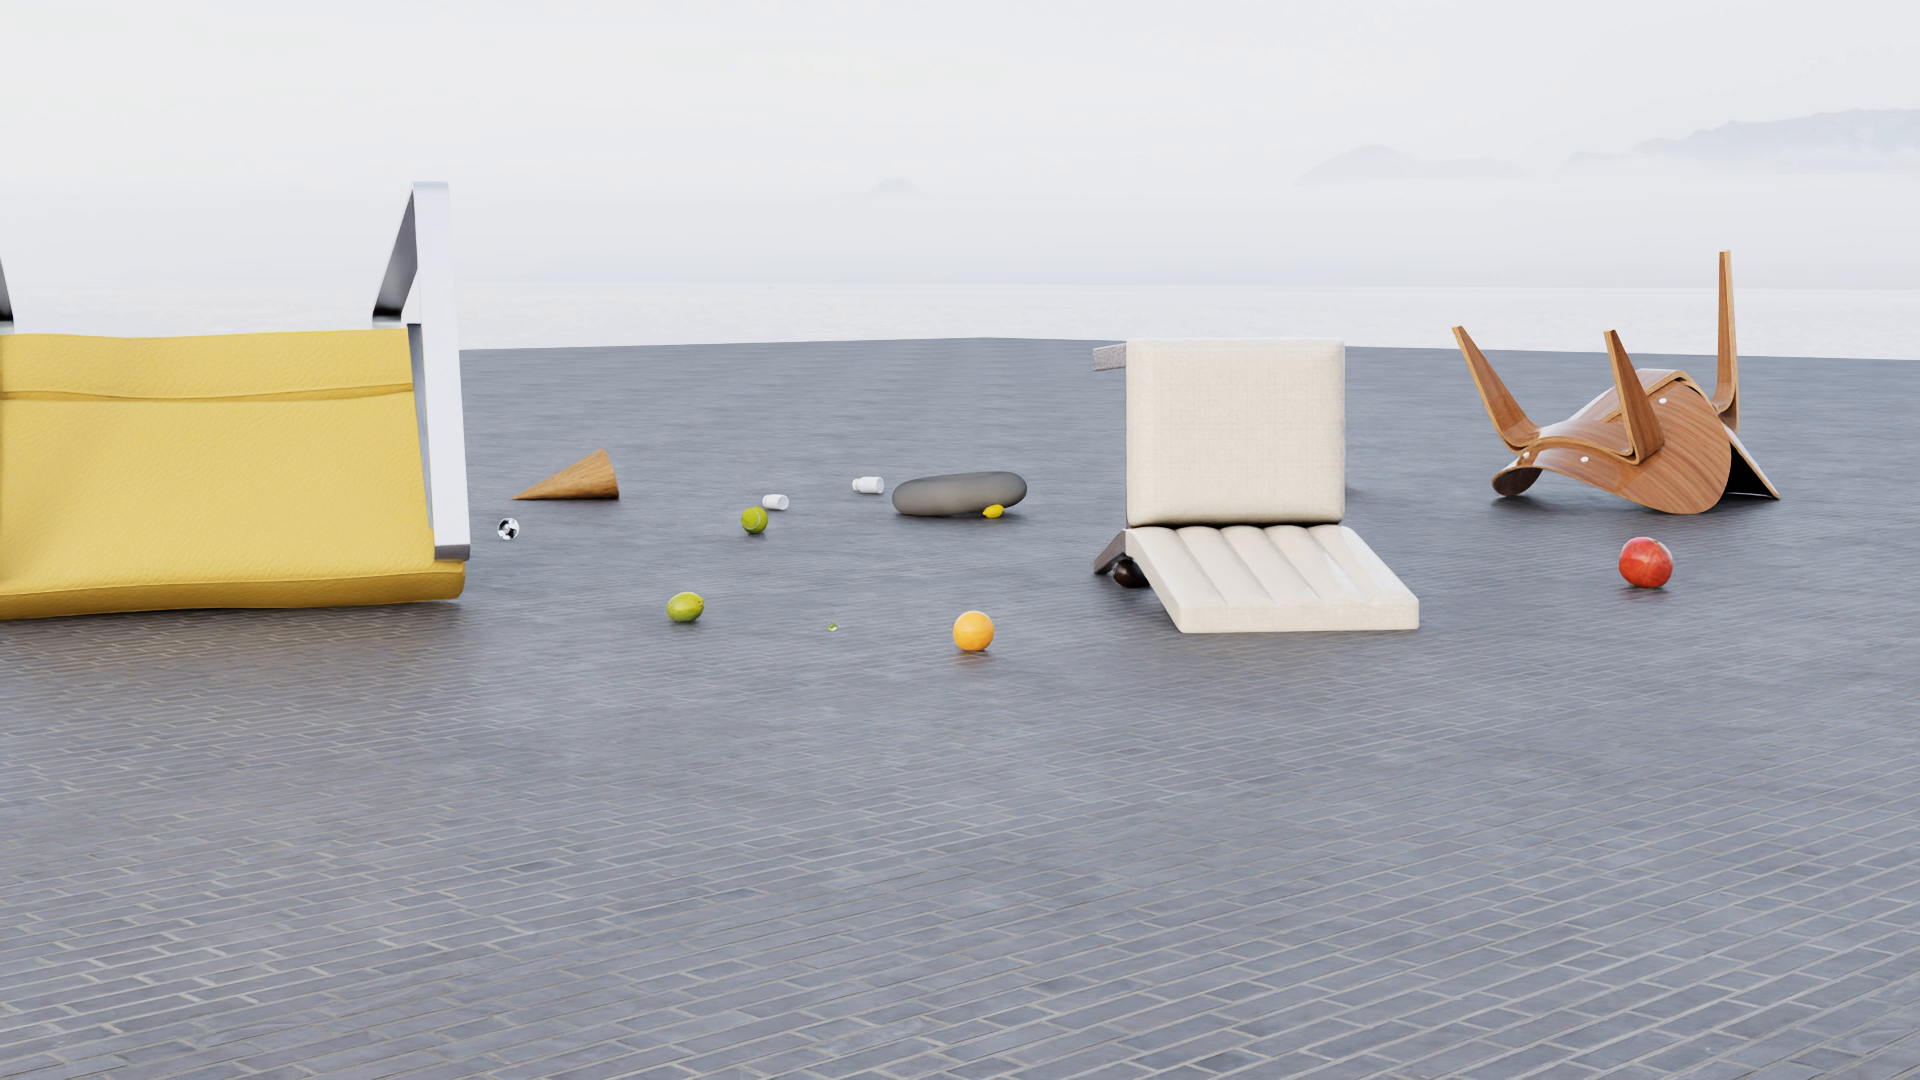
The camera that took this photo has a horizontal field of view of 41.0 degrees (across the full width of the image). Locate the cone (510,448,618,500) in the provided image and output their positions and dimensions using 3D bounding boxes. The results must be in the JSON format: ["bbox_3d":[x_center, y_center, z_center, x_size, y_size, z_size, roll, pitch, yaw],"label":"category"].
[{"bbox_3d":[-1.184,-0.159,7.595,0.308,0.142,0.214,-16,26,-13],"label":"cone"}]

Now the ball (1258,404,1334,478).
[{"bbox_3d":[1.087,-0.319,8.295,0.248,0.248,0.248,0,6,0],"label":"ball"}]

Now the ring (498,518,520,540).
[{"bbox_3d":[-1.132,-0.028,6.432,0.049,0.055,0.039,19,-1,21],"label":"ring"}]

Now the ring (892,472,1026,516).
[{"bbox_3d":[-0.002,-0.129,7.121,0.381,0.097,0.343,-4,5,16],"label":"ring"}]

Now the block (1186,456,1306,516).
[{"bbox_3d":[0.808,-0.156,7.240,0.195,0.141,0.298,5,8,42],"label":"block"}]
